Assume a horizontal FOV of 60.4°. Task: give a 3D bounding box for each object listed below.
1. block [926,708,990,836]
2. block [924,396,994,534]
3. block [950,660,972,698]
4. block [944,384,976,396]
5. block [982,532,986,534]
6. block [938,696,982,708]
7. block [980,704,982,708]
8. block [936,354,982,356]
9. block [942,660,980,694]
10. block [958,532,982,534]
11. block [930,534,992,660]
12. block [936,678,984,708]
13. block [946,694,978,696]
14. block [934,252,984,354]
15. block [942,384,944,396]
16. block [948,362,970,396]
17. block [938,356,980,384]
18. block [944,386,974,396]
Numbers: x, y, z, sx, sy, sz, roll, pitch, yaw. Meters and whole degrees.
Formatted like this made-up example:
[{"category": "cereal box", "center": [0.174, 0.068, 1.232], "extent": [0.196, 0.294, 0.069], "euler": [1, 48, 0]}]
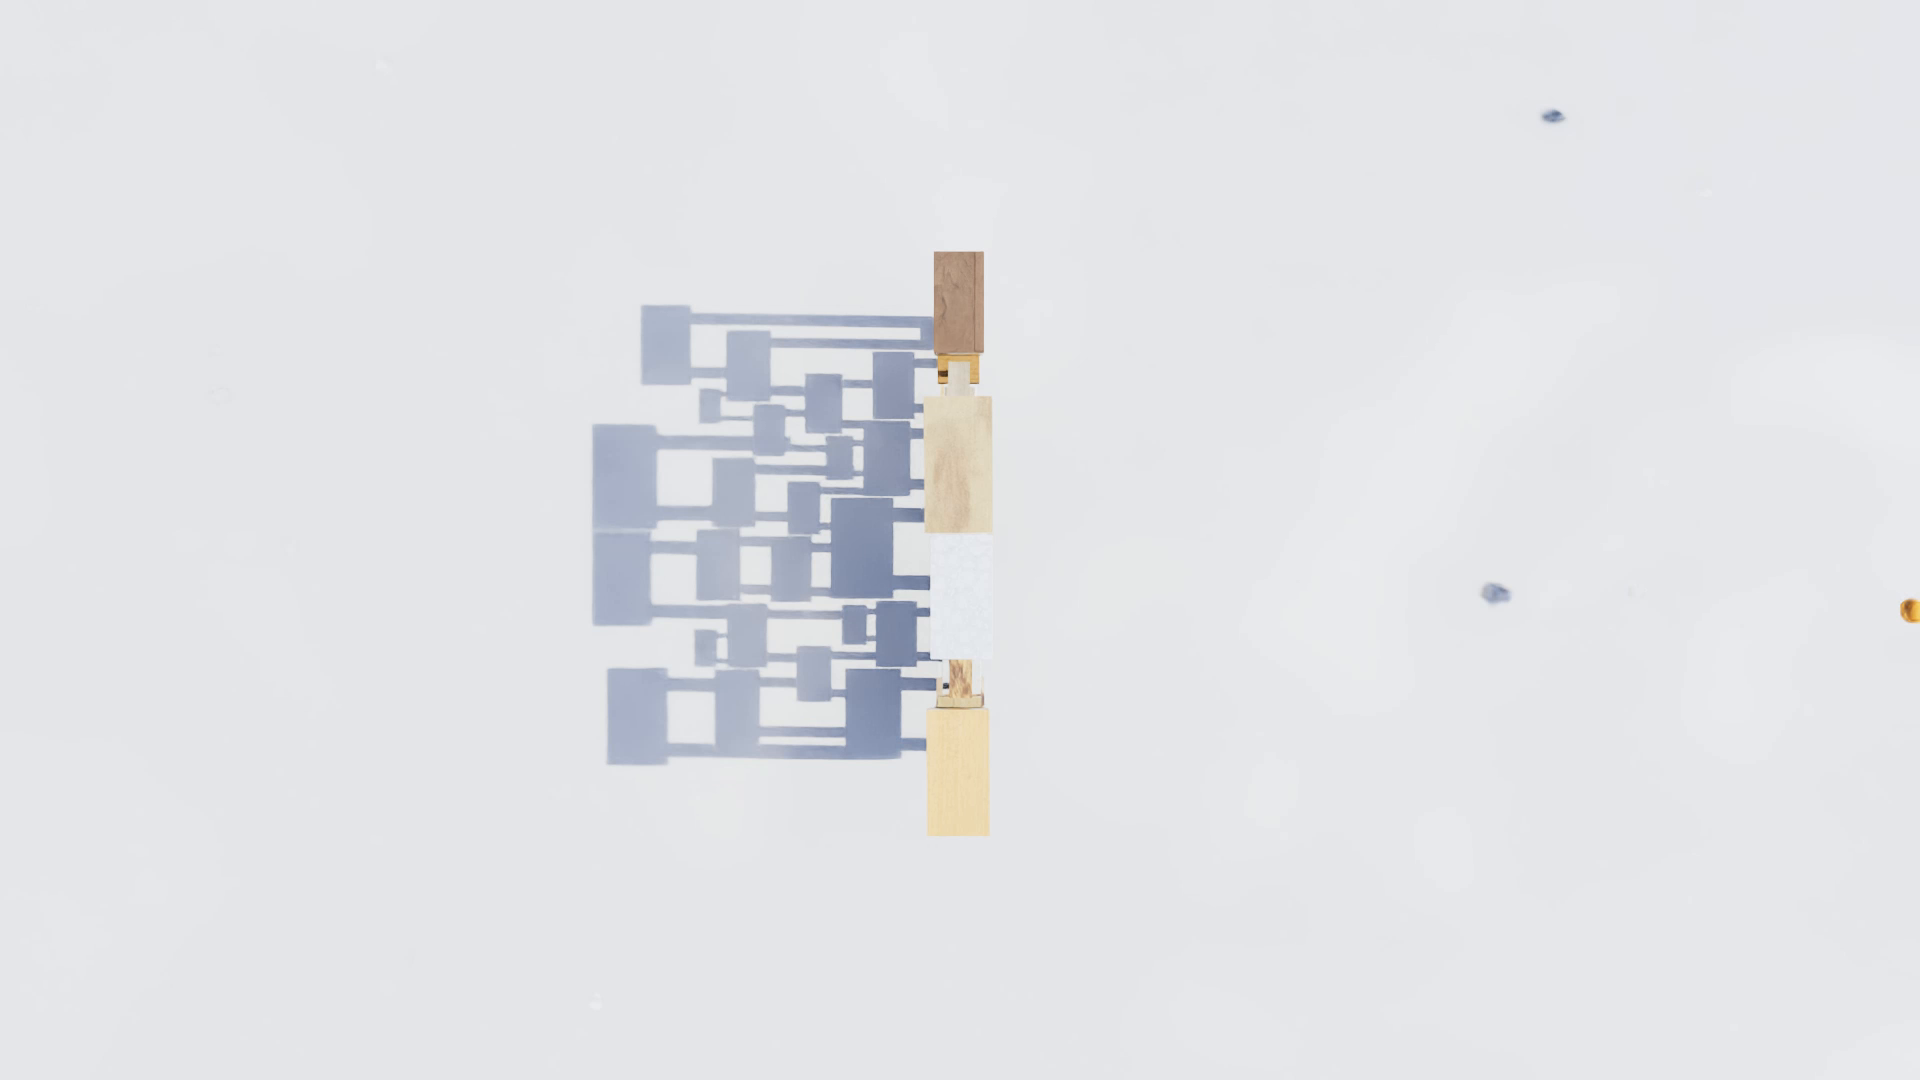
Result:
[{"category": "block", "center": [-0.005, 0.606, 4.310], "extent": [0.164, 0.046, 0.328], "euler": [0, 90, 1]}, {"category": "block", "center": [-0.004, -0.194, 4.266], "extent": [0.176, 0.050, 0.352], "euler": [-1, 90, 0]}, {"category": "block", "center": [0.002, 0.374, 4.558], "extent": [0.063, 0.018, 0.126], "euler": [0, 90, 0]}, {"category": "block", "center": [0.001, -0.448, 4.995], "extent": [0.101, 0.029, 0.202], "euler": [0, 90, 0]}, {"category": "block", "center": [-0.001, 0.032, 5.139], "extent": [0.169, 0.048, 0.338], "euler": [0, 90, 0]}, {"category": "block", "center": [-0.003, 0.566, 4.678], "extent": [0.123, 0.035, 0.246], "euler": [0, 90, 1]}, {"category": "block", "center": [-0.002, 0.485, 4.818], "extent": [0.123, 0.246, 0.035], "euler": [0, 90, 0]}, {"category": "block", "center": [-0.003, -0.544, 4.571], "extent": [0.135, 0.271, 0.038], "euler": [0, 90, 0]}, {"category": "block", "center": [0.004, 0.330, 4.709], "extent": [0.108, 0.031, 0.217], "euler": [0, 90, 0]}, {"category": "block", "center": [0.002, 0.095, 4.606], "extent": [0.120, 0.034, 0.240], "euler": [0, 90, 0]}, {"category": "block", "center": [0.004, 0.146, 4.247], "extent": [0.159, 0.045, 0.319], "euler": [0, 90, 0]}, {"category": "block", "center": [0.002, 0.583, 5.177], "extent": [0.151, 0.043, 0.302], "euler": [0, 90, 0]}, {"category": "block", "center": [0.005, 0.455, 4.954], "extent": [0.094, 0.027, 0.188], "euler": [0, 90, 0]}, {"category": "block", "center": [-0.003, -0.634, 4.417], "extent": [0.135, 0.038, 0.271], "euler": [0, 90, 0]}, {"category": "block", "center": [-0.004, -0.512, 5.258], "extent": [0.113, 0.032, 0.226], "euler": [0, 90, 0]}, {"category": "block", "center": [-0.003, -0.434, 4.579], "extent": [0.060, 0.017, 0.120], "euler": [1, 90, 0]}, {"category": "block", "center": [-0.005, -0.569, 4.724], "extent": [0.120, 0.034, 0.240], "euler": [0, 90, 0]}, {"category": "block", "center": [-0.001, -0.357, 4.794], "extent": [0.087, 0.025, 0.175], "euler": [0, 90, 0]}]
